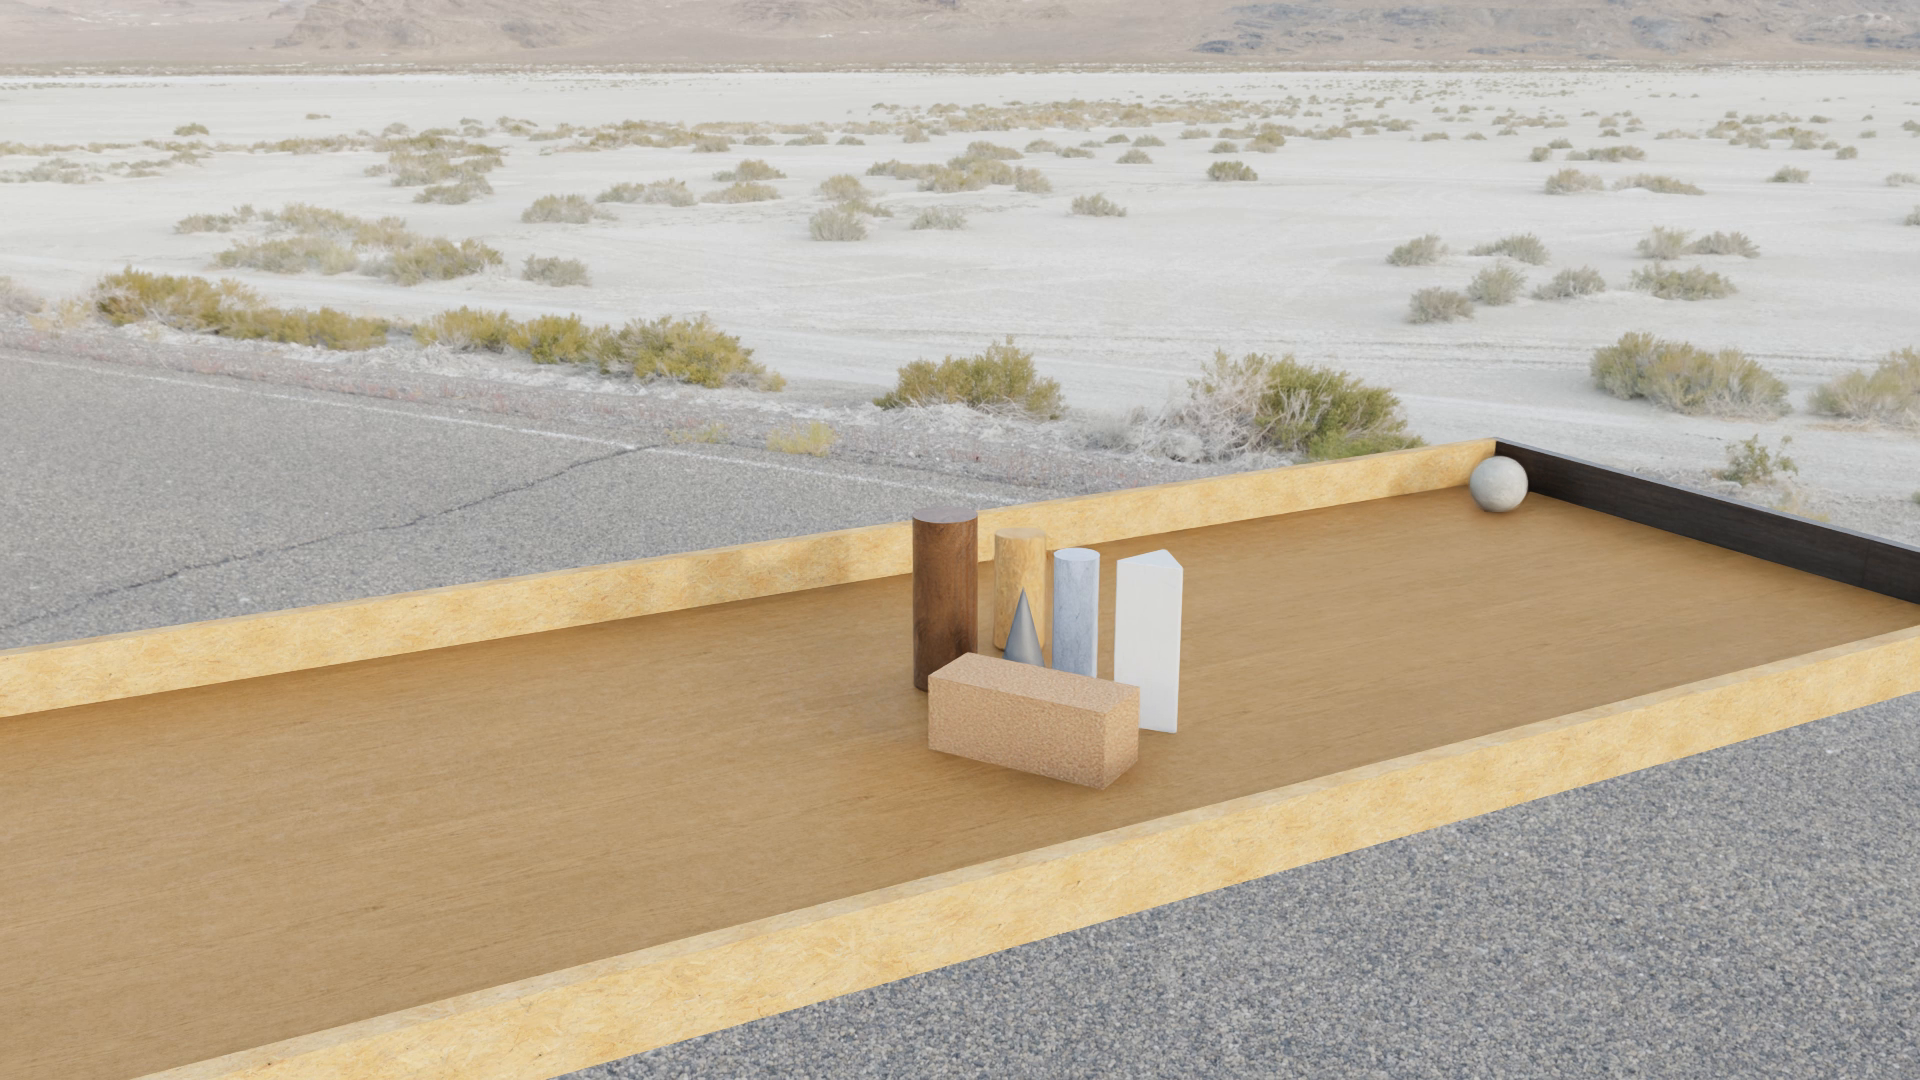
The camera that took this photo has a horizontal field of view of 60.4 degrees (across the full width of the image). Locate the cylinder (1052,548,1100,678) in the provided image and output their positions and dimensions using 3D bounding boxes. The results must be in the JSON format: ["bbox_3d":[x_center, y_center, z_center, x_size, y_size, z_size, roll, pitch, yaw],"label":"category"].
[{"bbox_3d":[0.287,0.195,4.099,0.113,0.334,0.113,0,16,0],"label":"cylinder"}]

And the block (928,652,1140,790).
[{"bbox_3d":[0.163,0.398,3.686,0.438,0.177,0.177,9,19,29],"label":"block"}]

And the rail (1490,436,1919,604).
[{"bbox_3d":[2.466,-0.048,5.253,0.050,0.150,2.100,-9,18,-27],"label":"rail"}]

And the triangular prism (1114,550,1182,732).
[{"bbox_3d":[0.455,0.231,3.861,0.153,0.400,0.132,7,18,21],"label":"triangular prism"}]

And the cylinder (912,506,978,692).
[{"bbox_3d":[-0.036,0.148,4.074,0.161,0.439,0.161,0,16,0],"label":"cylinder"}]

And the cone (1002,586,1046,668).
[{"bbox_3d":[0.148,0.262,3.875,0.176,0.331,0.176,0,16,0],"label":"cone"}]

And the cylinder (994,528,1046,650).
[{"bbox_3d":[0.158,0.129,4.367,0.136,0.302,0.136,0,13,0],"label":"cylinder"}]

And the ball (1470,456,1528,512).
[{"bbox_3d":[1.852,-0.193,5.671,0.192,0.192,0.192,0,16,0],"label":"ball"}]

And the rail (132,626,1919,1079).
[{"bbox_3d":[-2.336,1.006,1.665,12.000,0.150,0.050,-9,18,-27],"label":"rail"}]

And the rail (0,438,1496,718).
[{"bbox_3d":[-3.305,0.497,3.399,12.000,0.150,0.050,-9,18,-27],"label":"rail"}]
